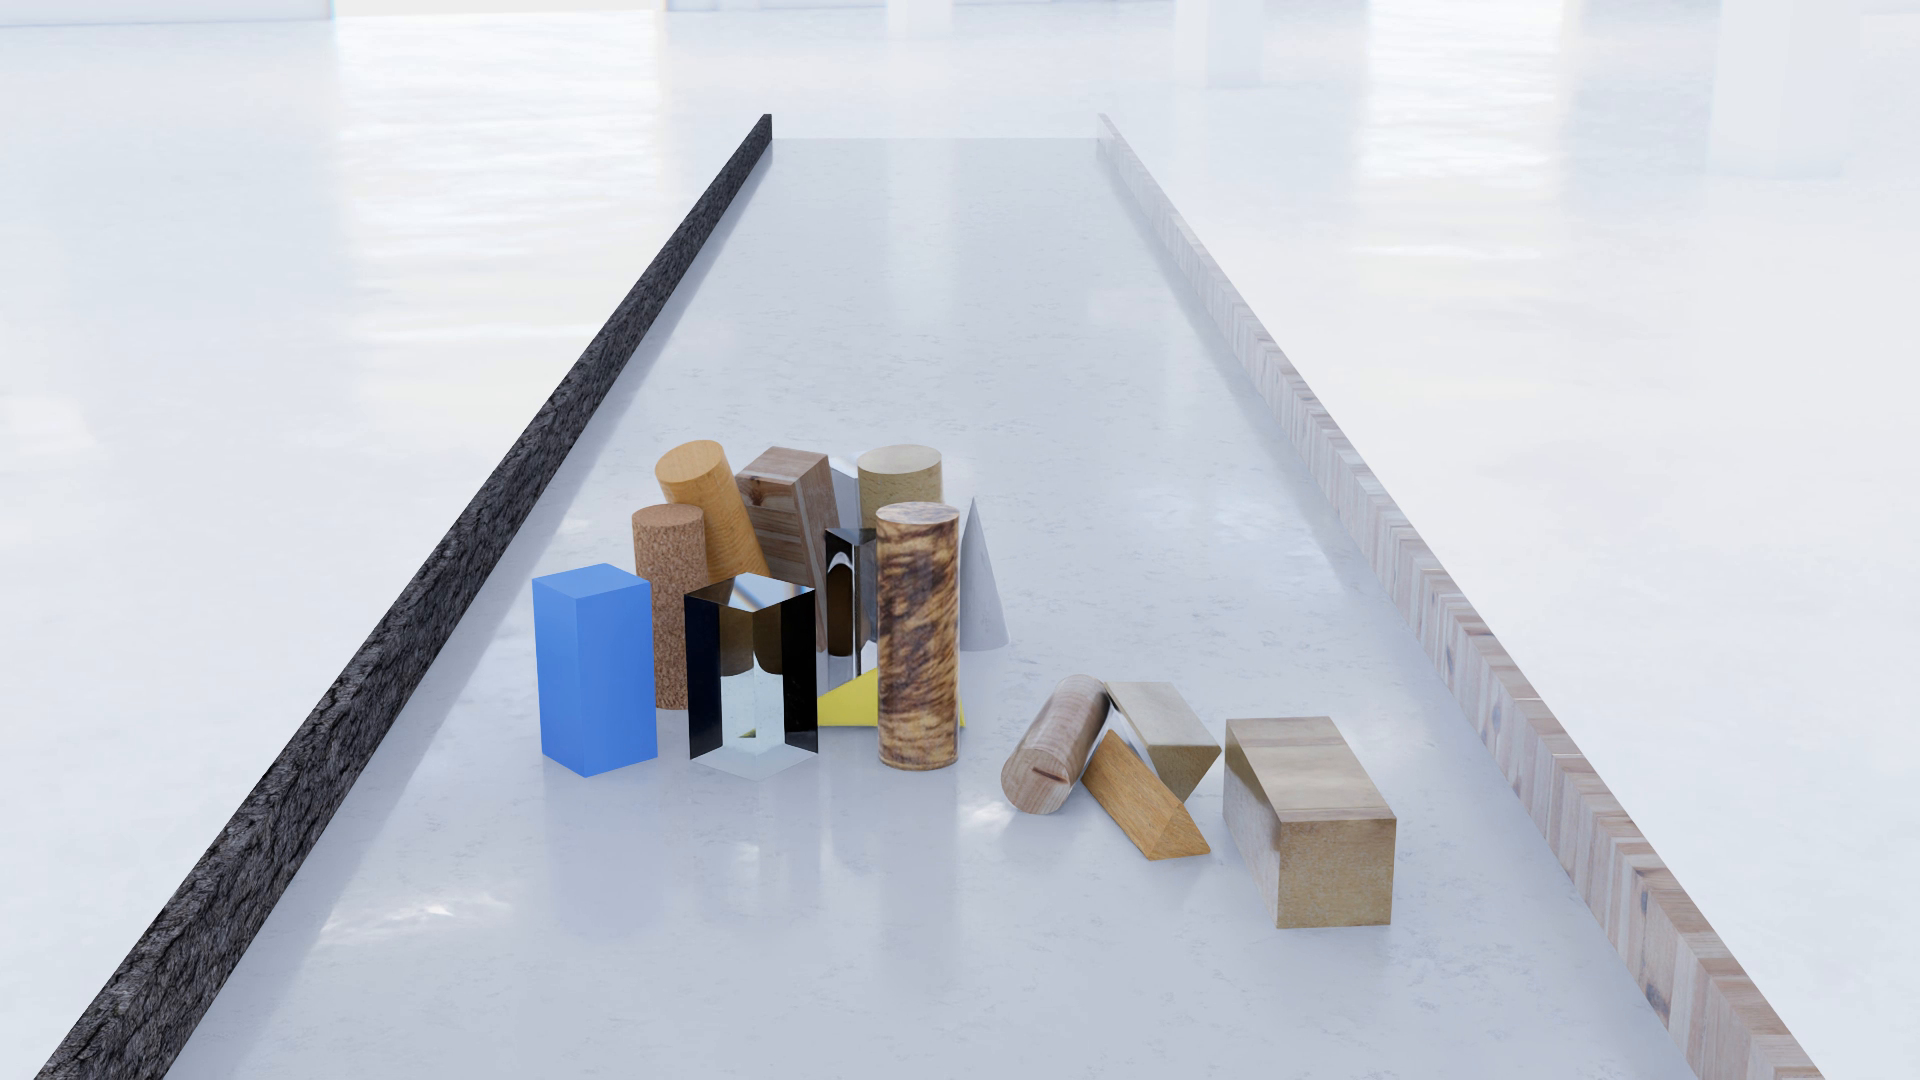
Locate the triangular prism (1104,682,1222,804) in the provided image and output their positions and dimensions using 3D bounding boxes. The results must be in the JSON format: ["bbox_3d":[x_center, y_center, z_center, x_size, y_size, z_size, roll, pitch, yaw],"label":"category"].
[{"bbox_3d":[0.331,0.329,3.826,0.111,0.128,0.316,32,9,-17],"label":"triangular prism"}]

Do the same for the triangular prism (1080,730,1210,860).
[{"bbox_3d":[0.305,0.416,3.658,0.106,0.092,0.333,-5,17,-15],"label":"triangular prism"}]

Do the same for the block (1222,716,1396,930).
[{"bbox_3d":[0.541,0.436,3.459,0.173,0.173,0.419,-1,17,-4],"label":"block"}]

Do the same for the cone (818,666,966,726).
[{"bbox_3d":[-0.187,0.301,4.064,0.361,0.178,0.178,-14,17,2],"label":"cone"}]

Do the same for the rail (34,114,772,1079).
[{"bbox_3d":[-1.118,-0.838,7.780,0.050,0.150,12.000,0,17,-1],"label":"rail"}]

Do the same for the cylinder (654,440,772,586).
[{"bbox_3d":[-0.456,0.030,4.297,0.137,0.457,0.137,-12,35,8],"label":"cylinder"}]

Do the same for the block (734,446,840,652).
[{"bbox_3d":[-0.330,0.019,4.446,0.135,0.387,0.135,10,33,29],"label":"block"}]

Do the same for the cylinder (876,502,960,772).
[{"bbox_3d":[-0.073,0.169,3.865,0.145,0.451,0.145,0,16,0],"label":"cylinder"}]

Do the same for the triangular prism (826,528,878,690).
[{"bbox_3d":[-0.203,0.146,4.154,0.113,0.332,0.130,10,19,29],"label":"triangular prism"}]

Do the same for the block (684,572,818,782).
[{"bbox_3d":[-0.367,0.239,3.880,0.162,0.310,0.162,12,21,36],"label":"block"}]

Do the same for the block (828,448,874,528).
[{"bbox_3d":[-0.170,0.004,4.581,0.161,0.349,0.161,-14,21,-26],"label":"block"}]

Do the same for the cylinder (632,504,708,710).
[{"bbox_3d":[-0.538,0.126,4.148,0.133,0.367,0.133,-2,20,1],"label":"cylinder"}]

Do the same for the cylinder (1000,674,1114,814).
[{"bbox_3d":[0.174,0.352,3.838,0.118,0.118,0.374,4,17,15],"label":"cylinder"}]

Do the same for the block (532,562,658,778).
[{"bbox_3d":[-0.644,0.228,3.886,0.149,0.328,0.149,-13,21,-38],"label":"block"}]

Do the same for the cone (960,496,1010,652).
[{"bbox_3d":[0.028,0.056,4.495,0.154,0.309,0.154,0,17,0],"label":"cone"}]

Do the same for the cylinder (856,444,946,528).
[{"bbox_3d":[-0.105,0.038,4.332,0.165,0.421,0.165,-3,22,1],"label":"cylinder"}]

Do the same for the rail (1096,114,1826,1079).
[{"bbox_3d":[0.932,-0.844,7.801,0.050,0.150,12.000,0,17,-1],"label":"rail"}]
